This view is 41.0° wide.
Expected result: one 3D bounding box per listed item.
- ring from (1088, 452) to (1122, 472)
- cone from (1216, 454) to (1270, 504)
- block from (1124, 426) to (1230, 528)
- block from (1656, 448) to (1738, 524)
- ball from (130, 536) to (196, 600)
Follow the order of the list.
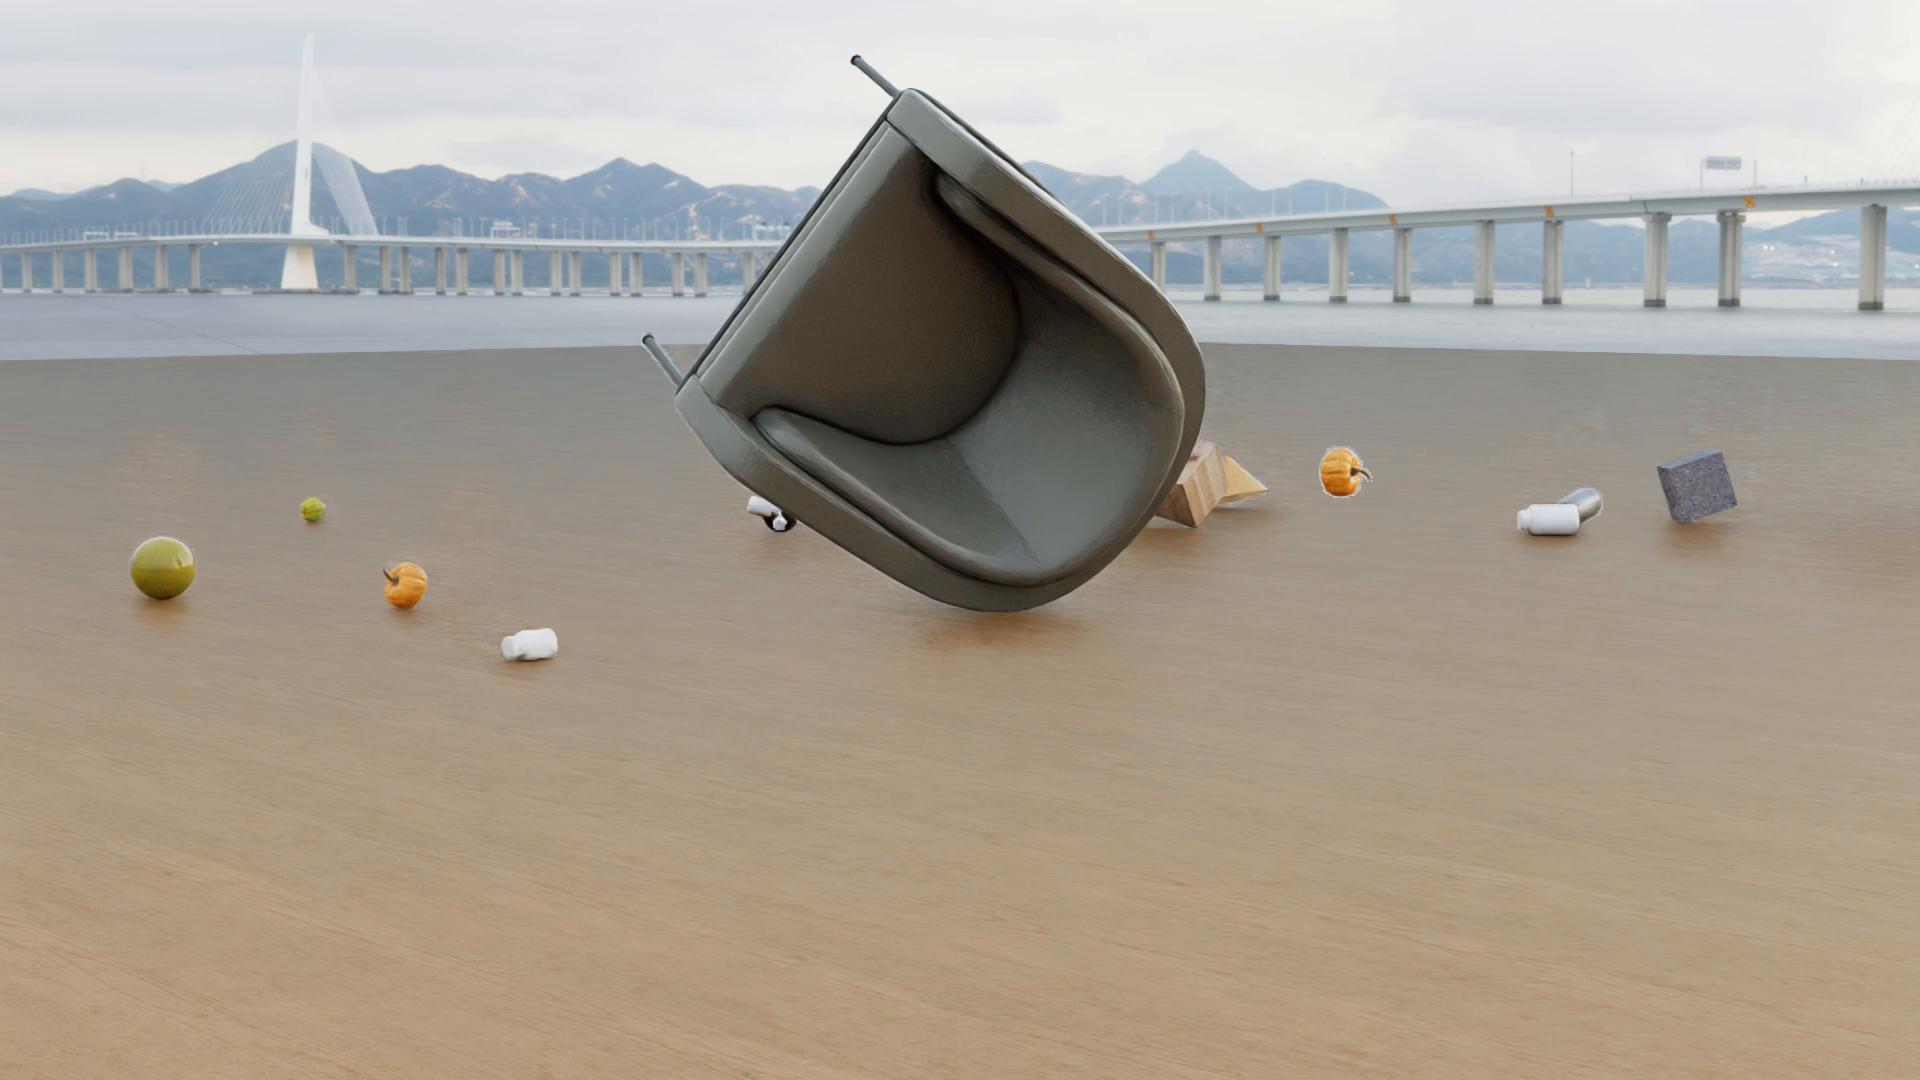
[{"bbox_3d":[0.492,-0.263,8.696,0.090,0.057,0.138,-8,11,-44],"label":"ring"},{"bbox_3d":[0.761,-0.179,7.239,0.151,0.126,0.273,-4,-7,-34],"label":"cone"},{"bbox_3d":[0.568,-0.166,6.731,0.190,0.165,0.161,19,56,35],"label":"block"},{"bbox_3d":[1.978,-0.146,6.885,0.150,0.153,0.112,-18,6,2],"label":"block"},{"bbox_3d":[-1.625,0.057,5.228,0.129,0.129,0.129,0,6,0],"label":"ball"}]
